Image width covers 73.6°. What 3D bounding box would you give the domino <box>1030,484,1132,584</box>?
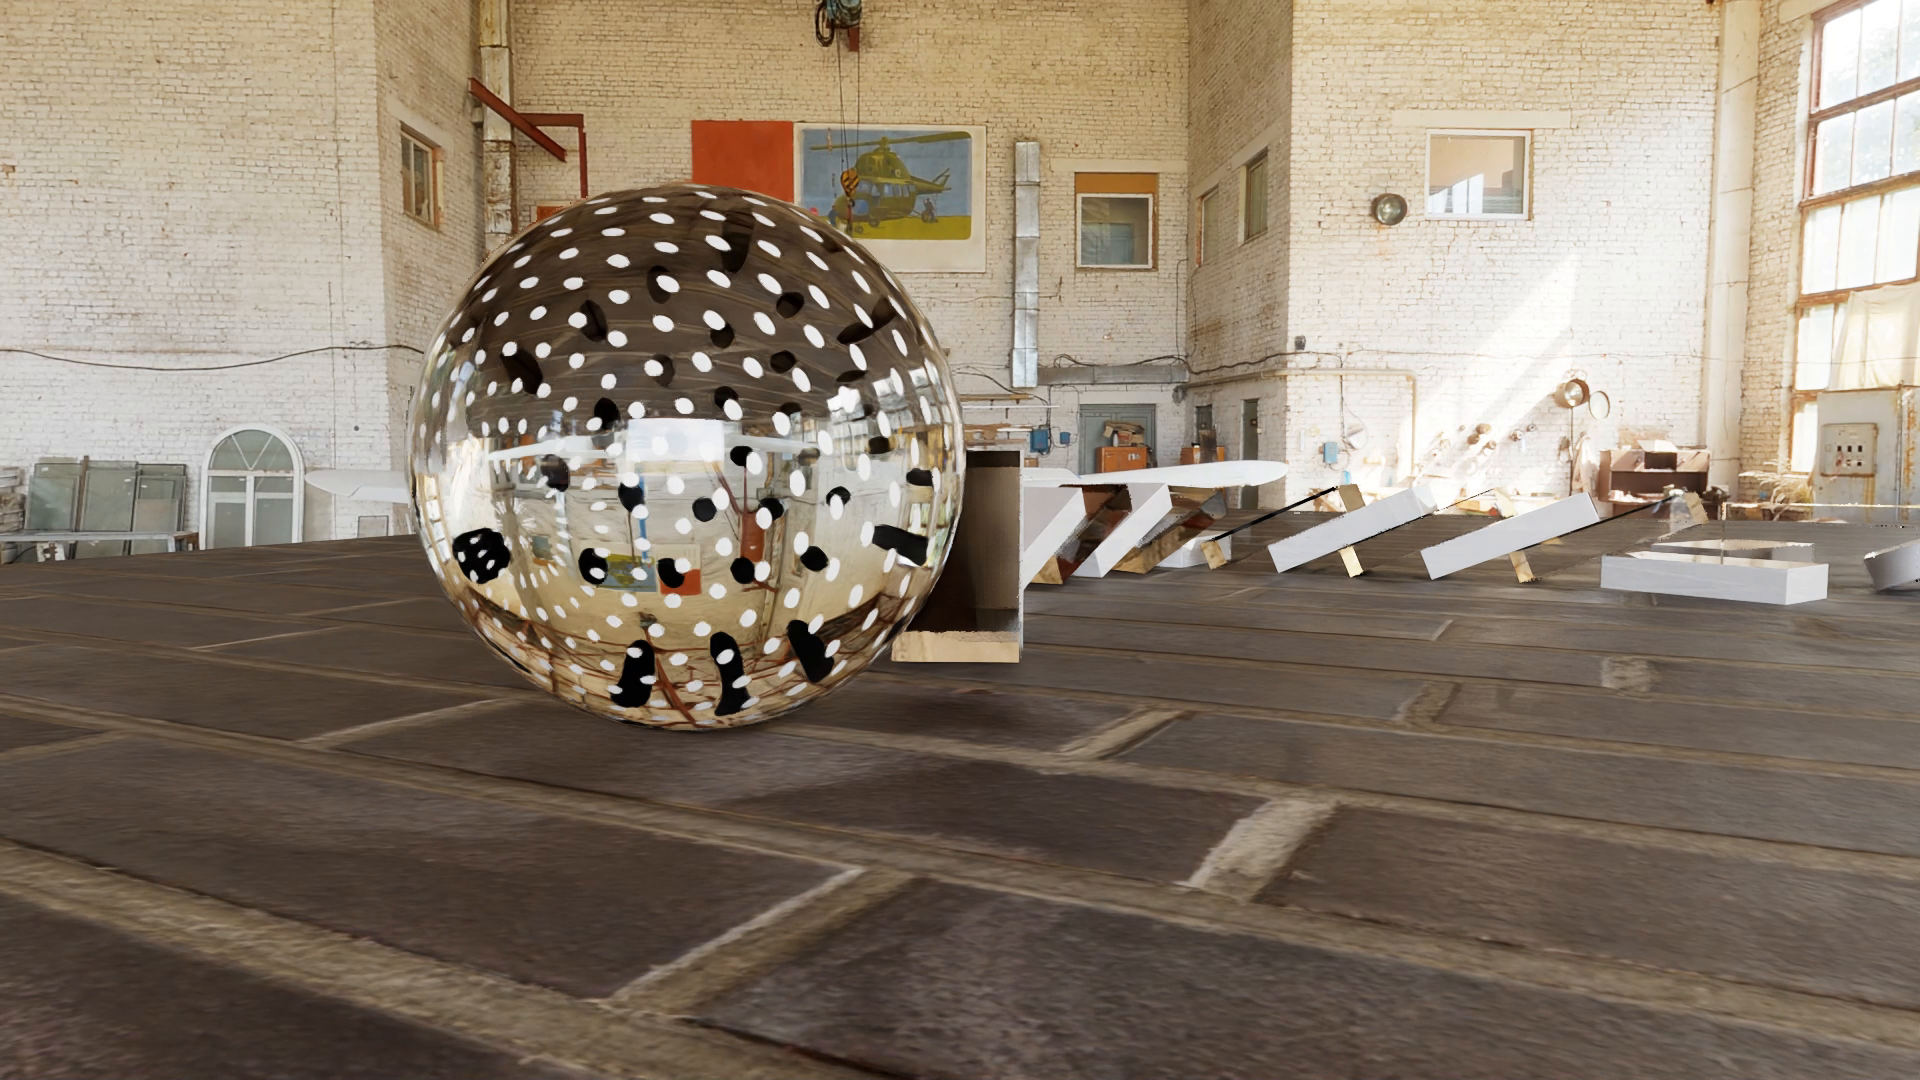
[{"bbox_3d":[0.032,-0.003,0.409,0.025,0.009,0.050,2,29,35],"label":"domino"}]

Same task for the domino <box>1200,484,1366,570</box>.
[{"bbox_3d":[0.109,-0.005,0.434,0.050,0.009,0.025,-26,-10,31],"label":"domino"}]

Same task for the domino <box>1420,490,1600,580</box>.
[{"bbox_3d":[0.171,-0.002,0.399,0.050,0.009,0.025,-23,-8,26],"label":"domino"}]

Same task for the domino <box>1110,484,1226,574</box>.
[{"bbox_3d":[0.067,-0.005,0.444,0.025,0.010,0.050,7,29,44],"label":"domino"}]

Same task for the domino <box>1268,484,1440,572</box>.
[{"bbox_3d":[0.129,-0.004,0.422,0.050,0.009,0.025,-26,-10,30],"label":"domino"}]

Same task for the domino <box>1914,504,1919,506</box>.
[{"bbox_3d":[0.280,-0.002,0.392,0.050,0.009,0.025,-22,-10,21],"label":"domino"}]

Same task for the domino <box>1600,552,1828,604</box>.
[{"bbox_3d":[0.214,0.010,0.367,0.025,0.009,0.050,-3,5,-35],"label":"domino"}]

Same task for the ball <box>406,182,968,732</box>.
[{"bbox_3d":[-0.039,-0.012,0.191,0.080,0.080,0.080,0,4,0],"label":"ball"}]

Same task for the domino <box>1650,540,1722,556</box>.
[{"bbox_3d":[0.256,0.006,0.425,0.050,0.009,0.025,-2,5,-30],"label":"domino"}]

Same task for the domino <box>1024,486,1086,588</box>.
[{"bbox_3d":[0.017,-0.001,0.389,0.025,0.010,0.050,2,29,29],"label":"domino"}]

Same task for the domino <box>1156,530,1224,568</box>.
[{"bbox_3d":[0.080,0.003,0.469,0.025,0.009,0.050,3,5,35],"label":"domino"}]

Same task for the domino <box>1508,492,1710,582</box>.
[{"bbox_3d":[0.195,-0.001,0.386,0.050,0.009,0.025,-25,-13,36],"label":"domino"}]

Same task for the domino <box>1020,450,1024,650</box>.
[{"bbox_3d":[0.001,0.001,0.278,0.025,0.010,0.050,0,47,3],"label":"domino"}]

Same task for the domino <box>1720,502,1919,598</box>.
[{"bbox_3d":[0.249,0.002,0.370,0.050,0.025,0.009,2,5,26],"label":"domino"}]

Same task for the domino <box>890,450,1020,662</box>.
[{"bbox_3d":[0.000,0.002,0.264,0.025,0.009,0.050,0,47,3],"label":"domino"}]

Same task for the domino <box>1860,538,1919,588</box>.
[{"bbox_3d":[0.294,0.001,0.373,0.050,0.010,0.025,-25,-12,37],"label":"domino"}]

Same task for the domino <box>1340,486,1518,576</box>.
[{"bbox_3d":[0.149,-0.003,0.410,0.050,0.009,0.025,-25,-9,30],"label":"domino"}]

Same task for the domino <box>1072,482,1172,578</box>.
[{"bbox_3d":[0.048,-0.004,0.428,0.025,0.010,0.050,2,29,38],"label":"domino"}]
